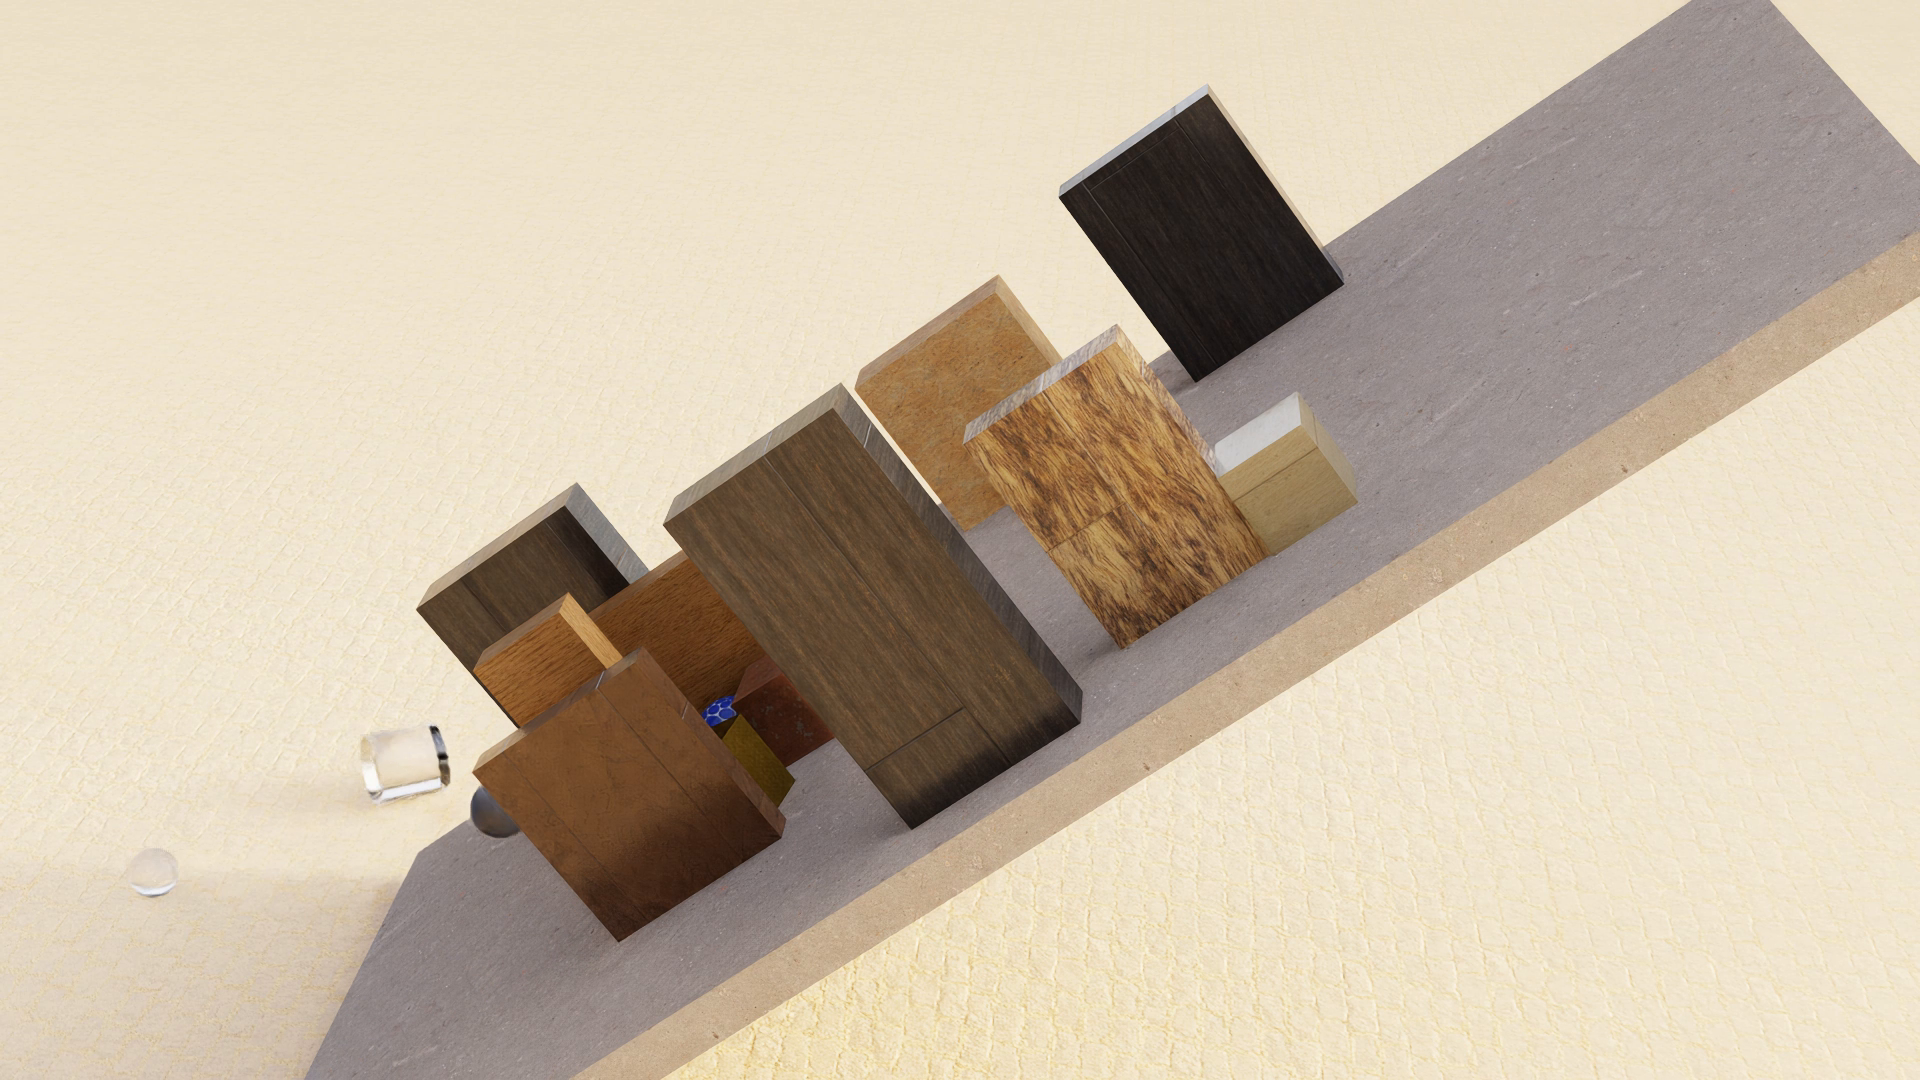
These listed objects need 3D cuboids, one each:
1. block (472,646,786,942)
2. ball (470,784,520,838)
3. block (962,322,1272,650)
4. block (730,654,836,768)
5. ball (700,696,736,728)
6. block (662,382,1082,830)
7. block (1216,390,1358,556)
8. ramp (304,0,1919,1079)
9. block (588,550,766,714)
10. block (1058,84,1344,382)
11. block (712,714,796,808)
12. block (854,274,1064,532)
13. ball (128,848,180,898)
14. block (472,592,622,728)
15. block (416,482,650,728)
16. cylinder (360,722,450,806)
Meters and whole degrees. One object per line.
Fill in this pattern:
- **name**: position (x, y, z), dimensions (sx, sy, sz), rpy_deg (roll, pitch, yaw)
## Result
- **block**: position (-0.677, 0.525, 6.038), dimensions (0.433, 0.479, 0.084), rpy_deg (-34, 16, 16)
- **ball**: position (-1.141, 0.665, 7.302), dimensions (0.149, 0.149, 0.149), rpy_deg (0, 22, 0)
- **block**: position (0.301, -0.098, 5.569), dimensions (0.351, 0.512, 0.110), rpy_deg (-34, 16, 16)
- **block**: position (-0.352, 0.341, 6.392), dimensions (0.185, 0.185, 0.185), rpy_deg (-32, 16, 20)
- **ball**: position (-0.494, 0.431, 6.465), dimensions (0.179, 0.179, 0.179), rpy_deg (0, 22, 0)
- **block**: position (-0.155, 0.130, 5.473), dimensions (0.394, 0.759, 0.140), rpy_deg (-34, 16, 16)
- **block**: position (0.615, -0.127, 5.557), dimensions (0.189, 0.189, 0.189), rpy_deg (-34, 16, 16)
- **ramp**: position (0.131, 0.177, 6.316), dimensions (4.000, 0.100, 2.000), rpy_deg (-34, 16, 16)
- **block**: position (-0.570, 0.272, 6.559), dimensions (0.348, 0.460, 0.105), rpy_deg (-34, 16, 16)
- **block**: position (0.547, -0.691, 6.664), dimensions (0.408, 0.539, 0.099), rpy_deg (-34, 16, 16)
- **block**: position (-0.509, 0.524, 6.206), dimensions (0.192, 0.192, 0.192), rpy_deg (-26, 19, 36)
- **block**: position (0.051, -0.320, 6.904), dimensions (0.409, 0.437, 0.144), rpy_deg (-34, 16, 16)
- **ball**: position (-2.112, 0.872, 7.704), dimensions (0.131, 0.131, 0.131), rpy_deg (0, 22, 0)
- **block**: position (-0.763, 0.416, 6.346), dimensions (0.240, 0.584, 0.105), rpy_deg (-34, 16, 16)
- **block**: position (-0.859, 0.269, 6.812), dimensions (0.446, 0.675, 0.147), rpy_deg (-34, 16, 16)
- **cylinder**: position (-1.551, 0.626, 8.221), dimensions (0.196, 0.196, 0.196), rpy_deg (-11, 25, -25)
